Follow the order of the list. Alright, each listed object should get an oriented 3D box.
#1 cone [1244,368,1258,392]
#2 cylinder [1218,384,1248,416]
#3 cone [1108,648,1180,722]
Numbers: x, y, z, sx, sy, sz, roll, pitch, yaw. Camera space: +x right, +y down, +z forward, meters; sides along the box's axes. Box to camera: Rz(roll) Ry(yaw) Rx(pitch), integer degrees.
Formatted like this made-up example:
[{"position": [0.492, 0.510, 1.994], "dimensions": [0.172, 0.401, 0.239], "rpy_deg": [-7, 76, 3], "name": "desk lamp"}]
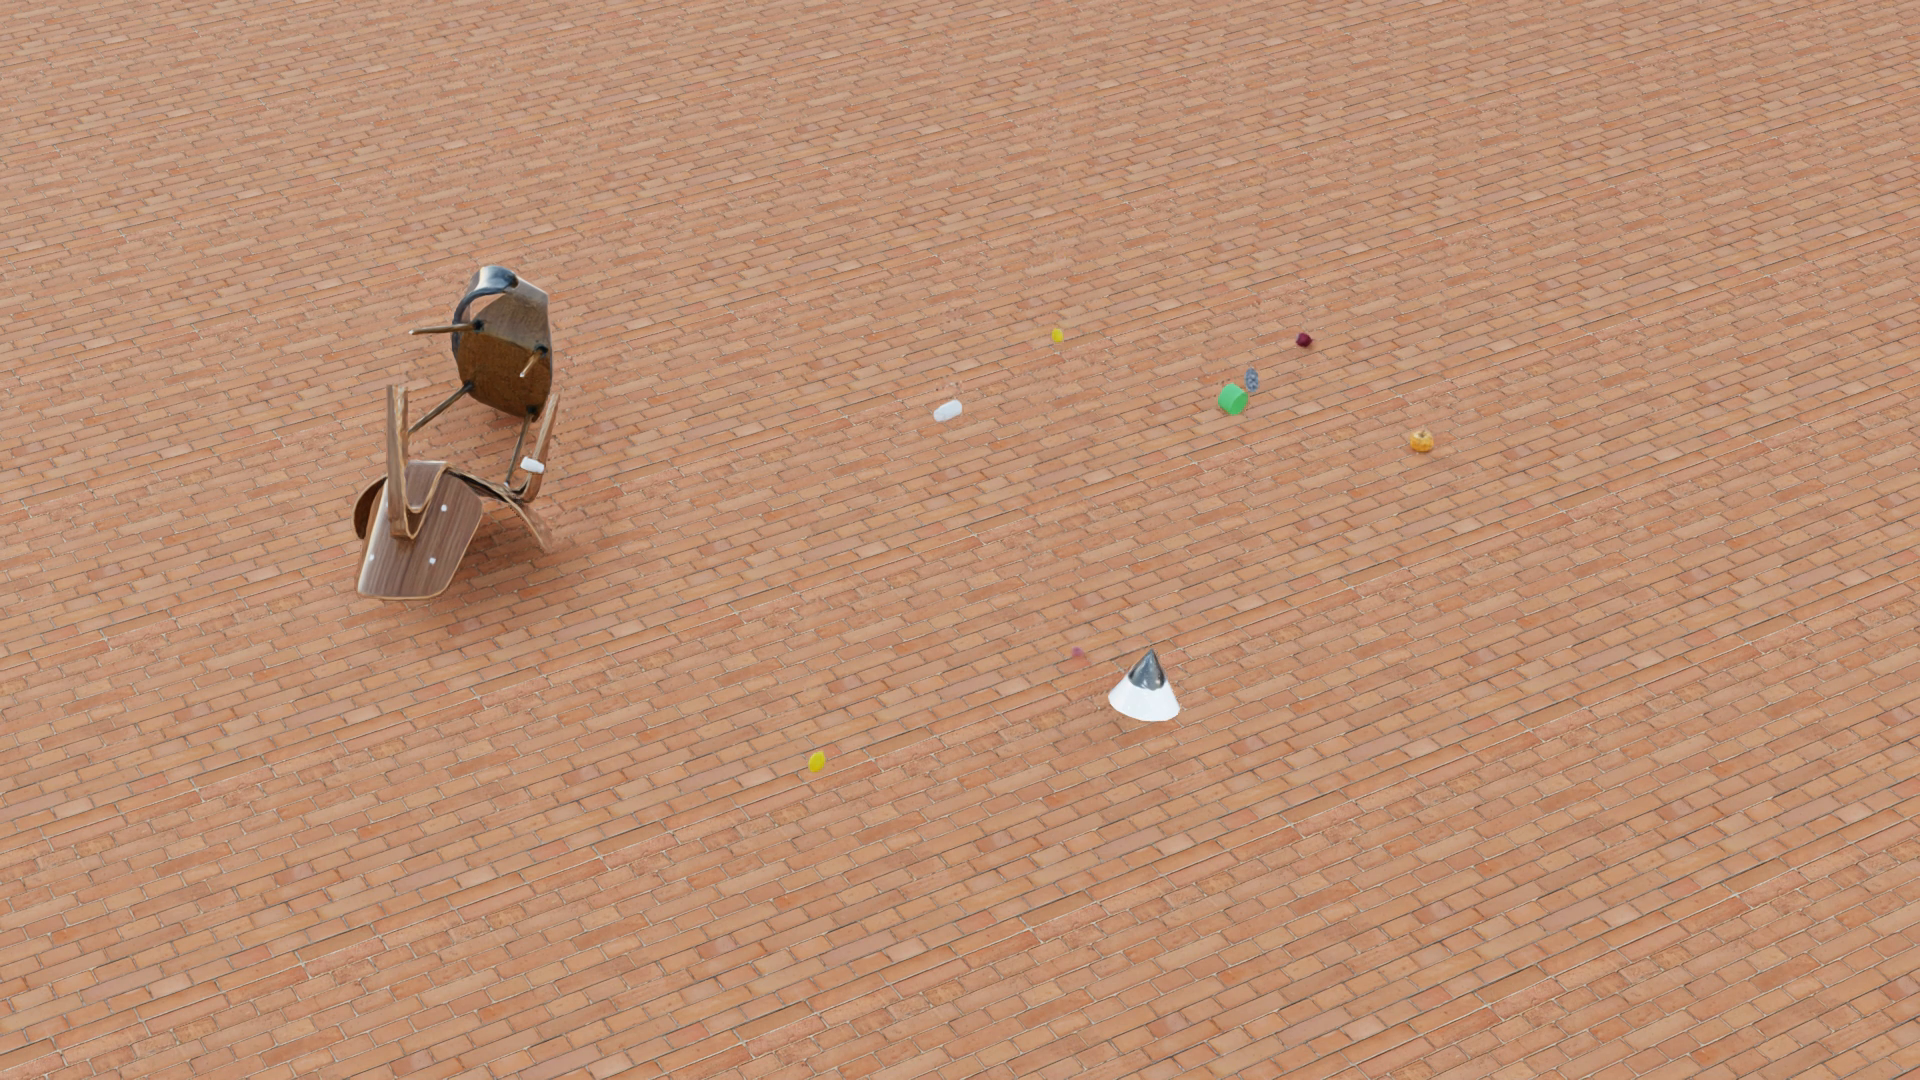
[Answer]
[{"position": [1.189, -0.660, 11.852], "dimensions": [0.059, 0.108, 0.069], "rpy_deg": [4, 29, 21], "name": "cone"}, {"position": [1.091, -0.562, 11.711], "dimensions": [0.072, 0.105, 0.087], "rpy_deg": [22, 15, -41], "name": "cylinder"}, {"position": [0.642, 0.460, 10.016], "dimensions": [0.250, 0.235, 0.206], "rpy_deg": [16, 34, 16], "name": "cone"}]
